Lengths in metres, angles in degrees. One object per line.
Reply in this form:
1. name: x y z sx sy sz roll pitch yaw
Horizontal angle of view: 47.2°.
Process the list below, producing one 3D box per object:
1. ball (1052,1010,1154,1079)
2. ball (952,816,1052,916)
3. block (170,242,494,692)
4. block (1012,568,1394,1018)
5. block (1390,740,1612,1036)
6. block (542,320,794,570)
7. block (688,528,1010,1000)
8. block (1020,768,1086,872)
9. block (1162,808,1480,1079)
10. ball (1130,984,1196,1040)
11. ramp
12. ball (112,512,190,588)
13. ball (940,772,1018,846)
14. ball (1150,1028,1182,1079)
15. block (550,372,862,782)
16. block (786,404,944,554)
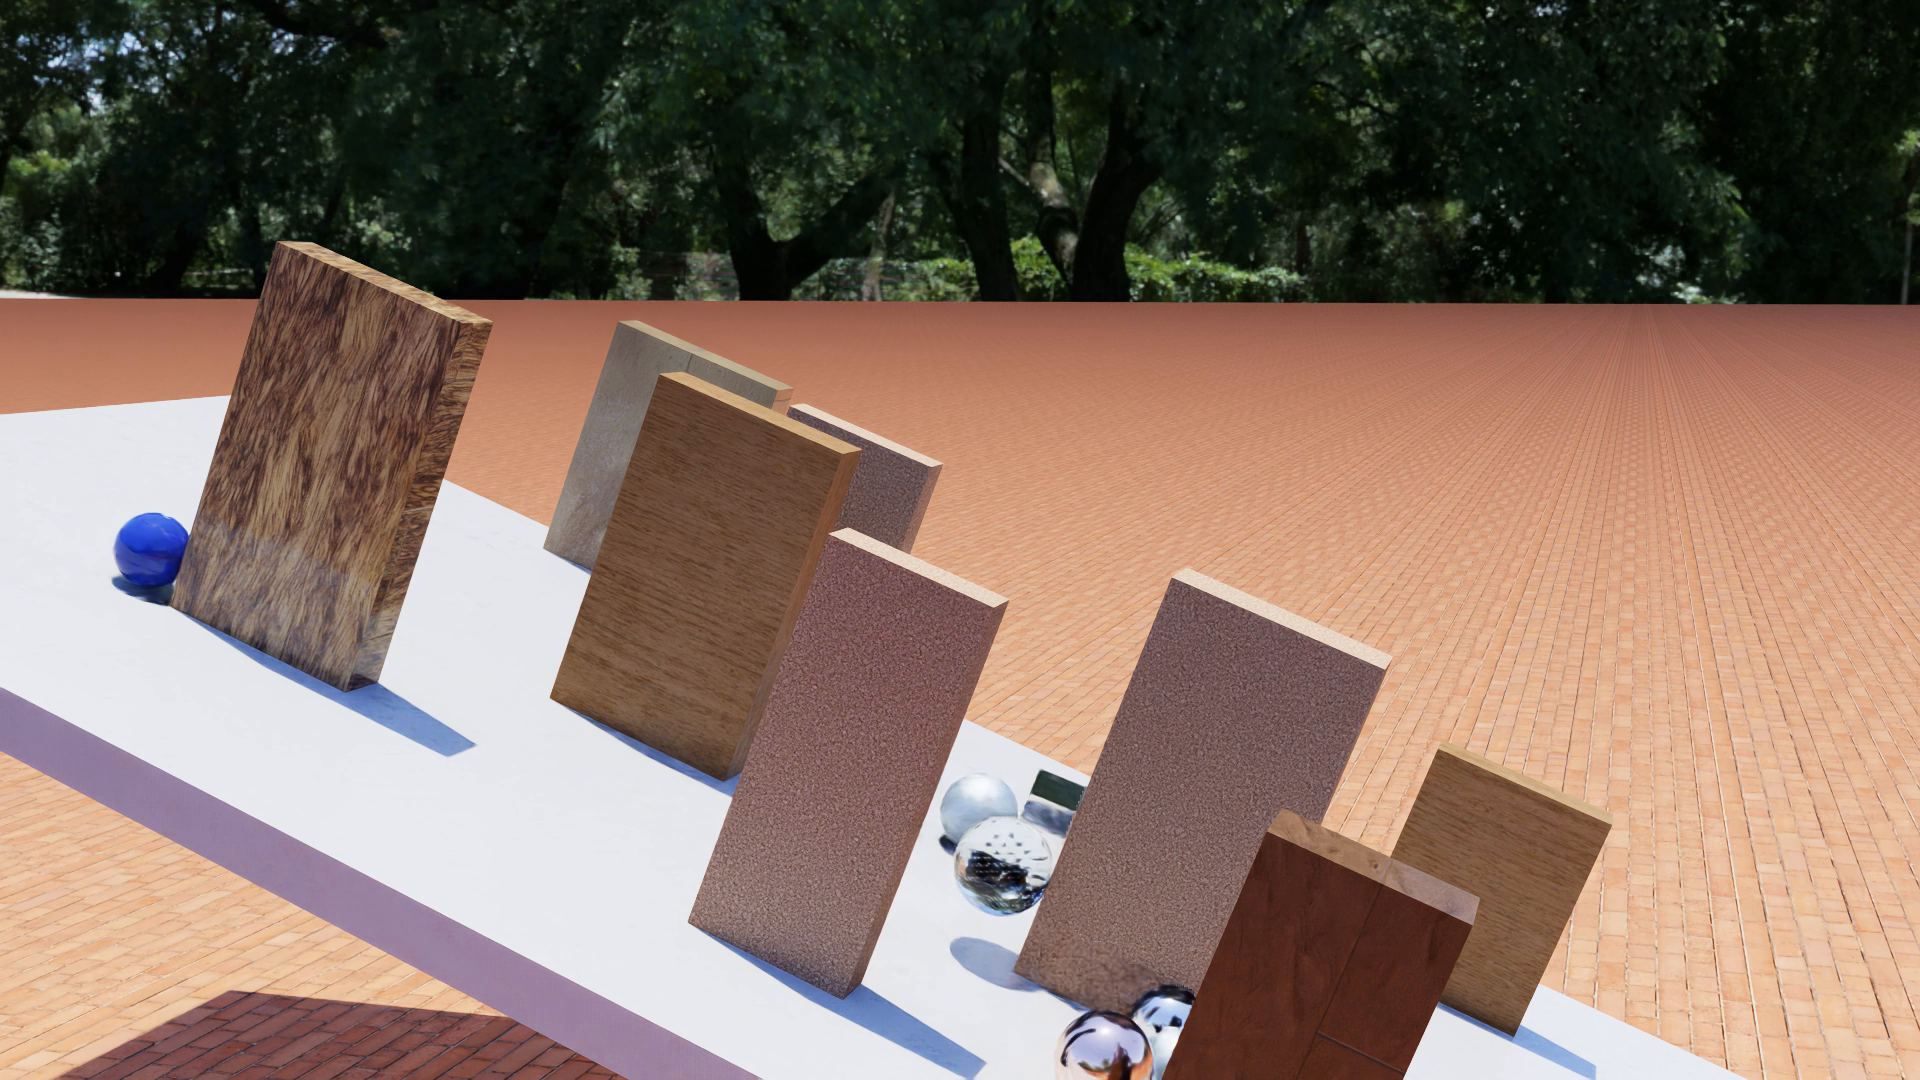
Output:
1. ball: 0.224 0.815 3.434 0.159 0.159 0.159 0 7 0
2. ball: 0.075 0.570 3.841 0.175 0.175 0.175 0 7 0
3. block: -1.141 -0.133 3.974 0.392 0.711 0.108 24 13 13
4. block: 0.412 0.476 3.777 0.382 0.759 0.128 24 13 13
5. block: 1.053 0.705 4.471 0.365 0.483 0.095 24 13 13
6. block: -0.687 -0.166 5.151 0.424 0.576 0.102 24 13 13
7. block: -0.182 0.356 3.496 0.287 0.689 0.088 24 13 13
8. block: 0.197 0.584 4.332 0.174 0.174 0.174 22 13 4
9. block: 0.477 0.733 3.151 0.303 0.607 0.139 24 13 13
10. ball: 0.351 0.815 3.699 0.132 0.132 0.132 0 7 0
11. ramp: -0.317 0.570 4.201 4.000 0.100 2.000 24 13 13
12. ball: -1.499 0.018 4.084 0.140 0.140 0.140 0 7 0
13. ball: 0.038 0.536 4.322 0.155 0.155 0.155 0 7 0
14. ball: 0.349 0.853 3.571 0.117 0.117 0.117 0 7 0
15. block: -0.493 0.069 4.228 0.394 0.681 0.108 24 13 13
16. block: -0.303 0.079 4.570 0.326 0.646 0.083 24 13 13
